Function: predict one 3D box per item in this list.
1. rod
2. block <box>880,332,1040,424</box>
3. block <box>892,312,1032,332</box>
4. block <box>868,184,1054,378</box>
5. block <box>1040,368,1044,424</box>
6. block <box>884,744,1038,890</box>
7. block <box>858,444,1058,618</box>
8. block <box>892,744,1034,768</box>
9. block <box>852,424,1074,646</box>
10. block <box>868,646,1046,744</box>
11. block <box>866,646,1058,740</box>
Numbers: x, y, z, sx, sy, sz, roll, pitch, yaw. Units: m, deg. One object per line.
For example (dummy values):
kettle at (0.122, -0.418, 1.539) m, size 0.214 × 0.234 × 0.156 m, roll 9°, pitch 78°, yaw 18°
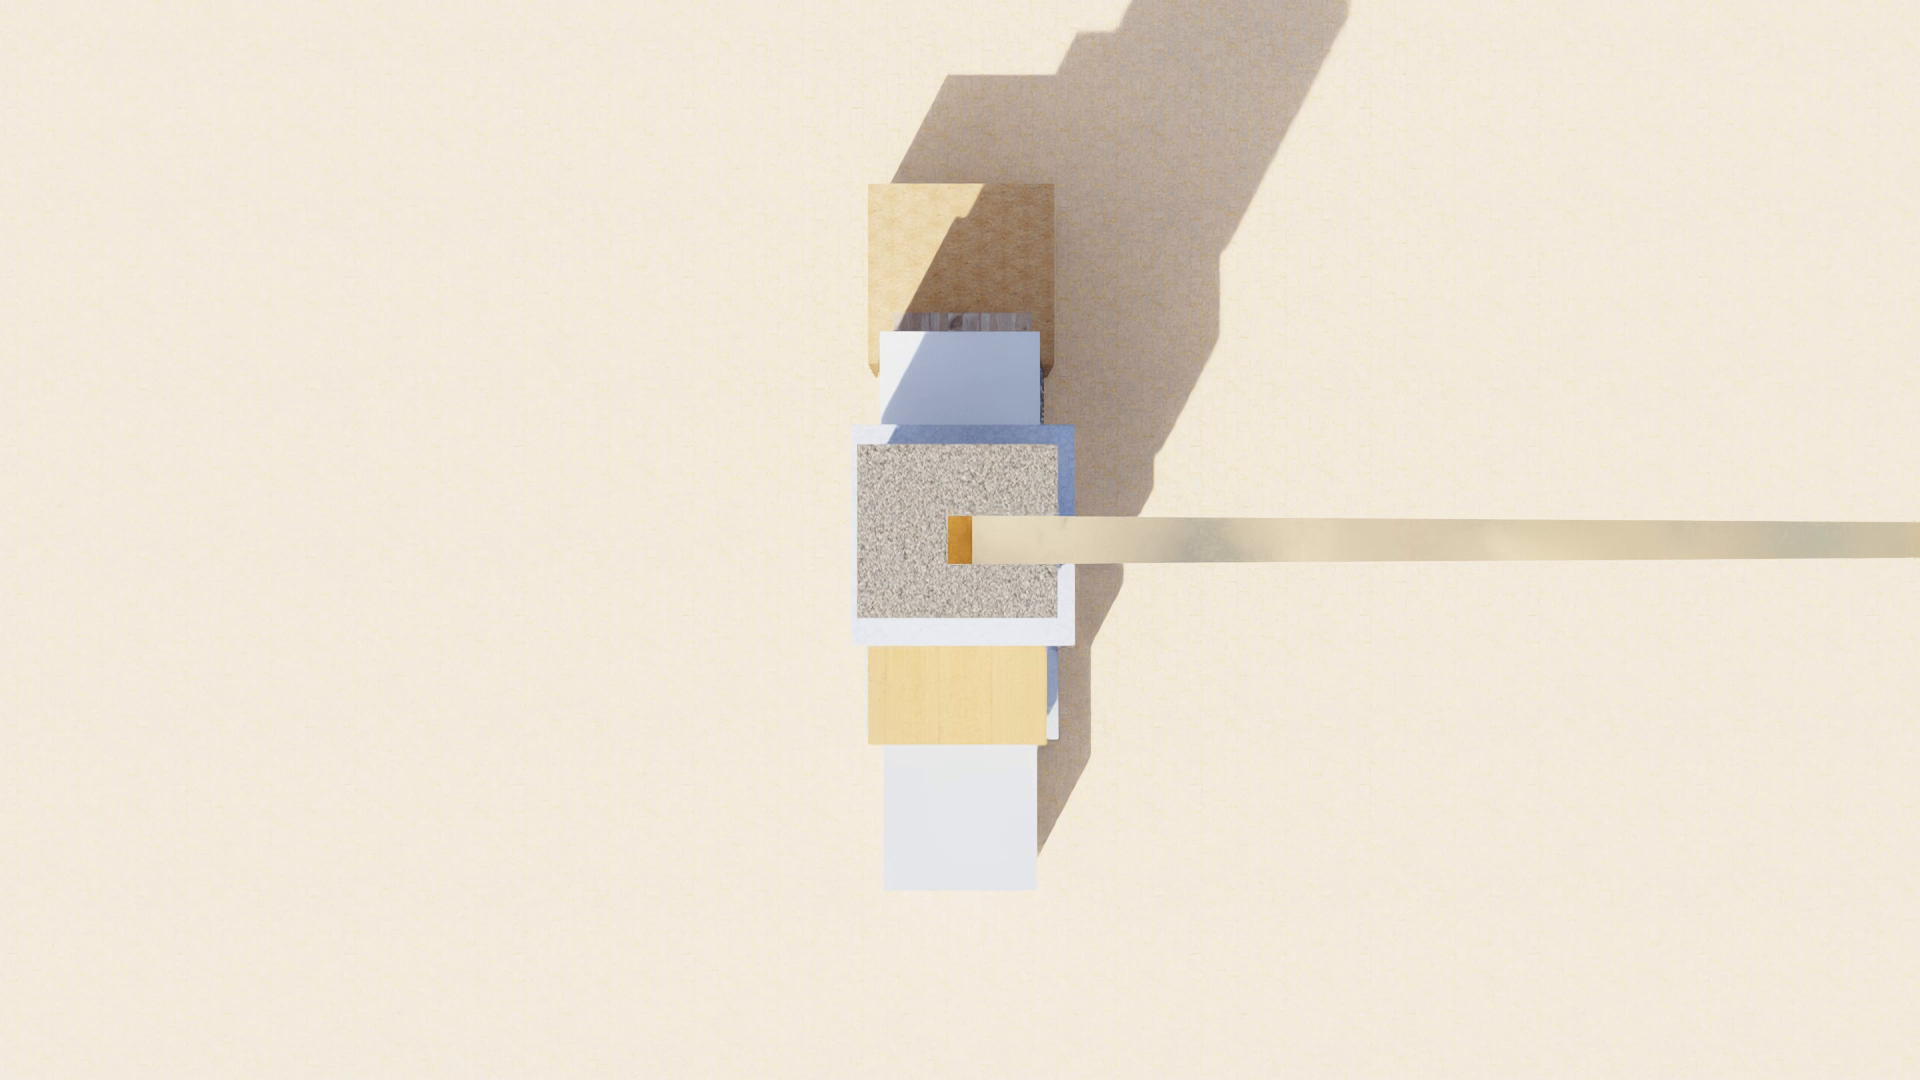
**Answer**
rod at (2.234, 0.000, 4.985) m, size 5.200 × 0.080 × 0.080 m, roll 0°, pitch 90°, yaw -31°
block at (-0.001, -0.524, 10.813) m, size 0.761 × 0.720 × 0.919 m, roll 0°, pitch 89°, yaw 0°
block at (0.012, -0.810, 11.607) m, size 0.709 × 0.754 × 0.702 m, roll 0°, pitch 90°, yaw 0°
block at (0.006, -1.451, 12.492) m, size 1.017 × 1.017 × 0.981 m, roll 0°, pitch 90°, yaw 0°
block at (0.018, -0.499, 12.577) m, size 0.892 × 0.846 × 0.903 m, roll 0°, pitch 90°, yaw 0°
block at (0.002, 1.517, 12.585) m, size 0.849 × 0.831 × 0.848 m, roll 0°, pitch 90°, yaw 0°
block at (-0.009, -0.027, 7.716) m, size 0.677 × 0.577 × 0.590 m, roll 0°, pitch 90°, yaw 0°
block at (0.016, 0.802, 11.562) m, size 0.717 × 0.809 × 0.719 m, roll 0°, pitch 90°, yaw 0°
block at (0.012, -0.016, 9.049) m, size 0.872 × 0.932 × 0.862 m, roll 0°, pitch 90°, yaw 0°
block at (-0.012, 0.461, 10.730) m, size 0.836 × 0.855 × 1.003 m, roll 0°, pitch 90°, yaw 0°
block at (0.010, 0.523, 12.483) m, size 1.049 × 1.033 × 1.121 m, roll 0°, pitch 90°, yaw 0°
